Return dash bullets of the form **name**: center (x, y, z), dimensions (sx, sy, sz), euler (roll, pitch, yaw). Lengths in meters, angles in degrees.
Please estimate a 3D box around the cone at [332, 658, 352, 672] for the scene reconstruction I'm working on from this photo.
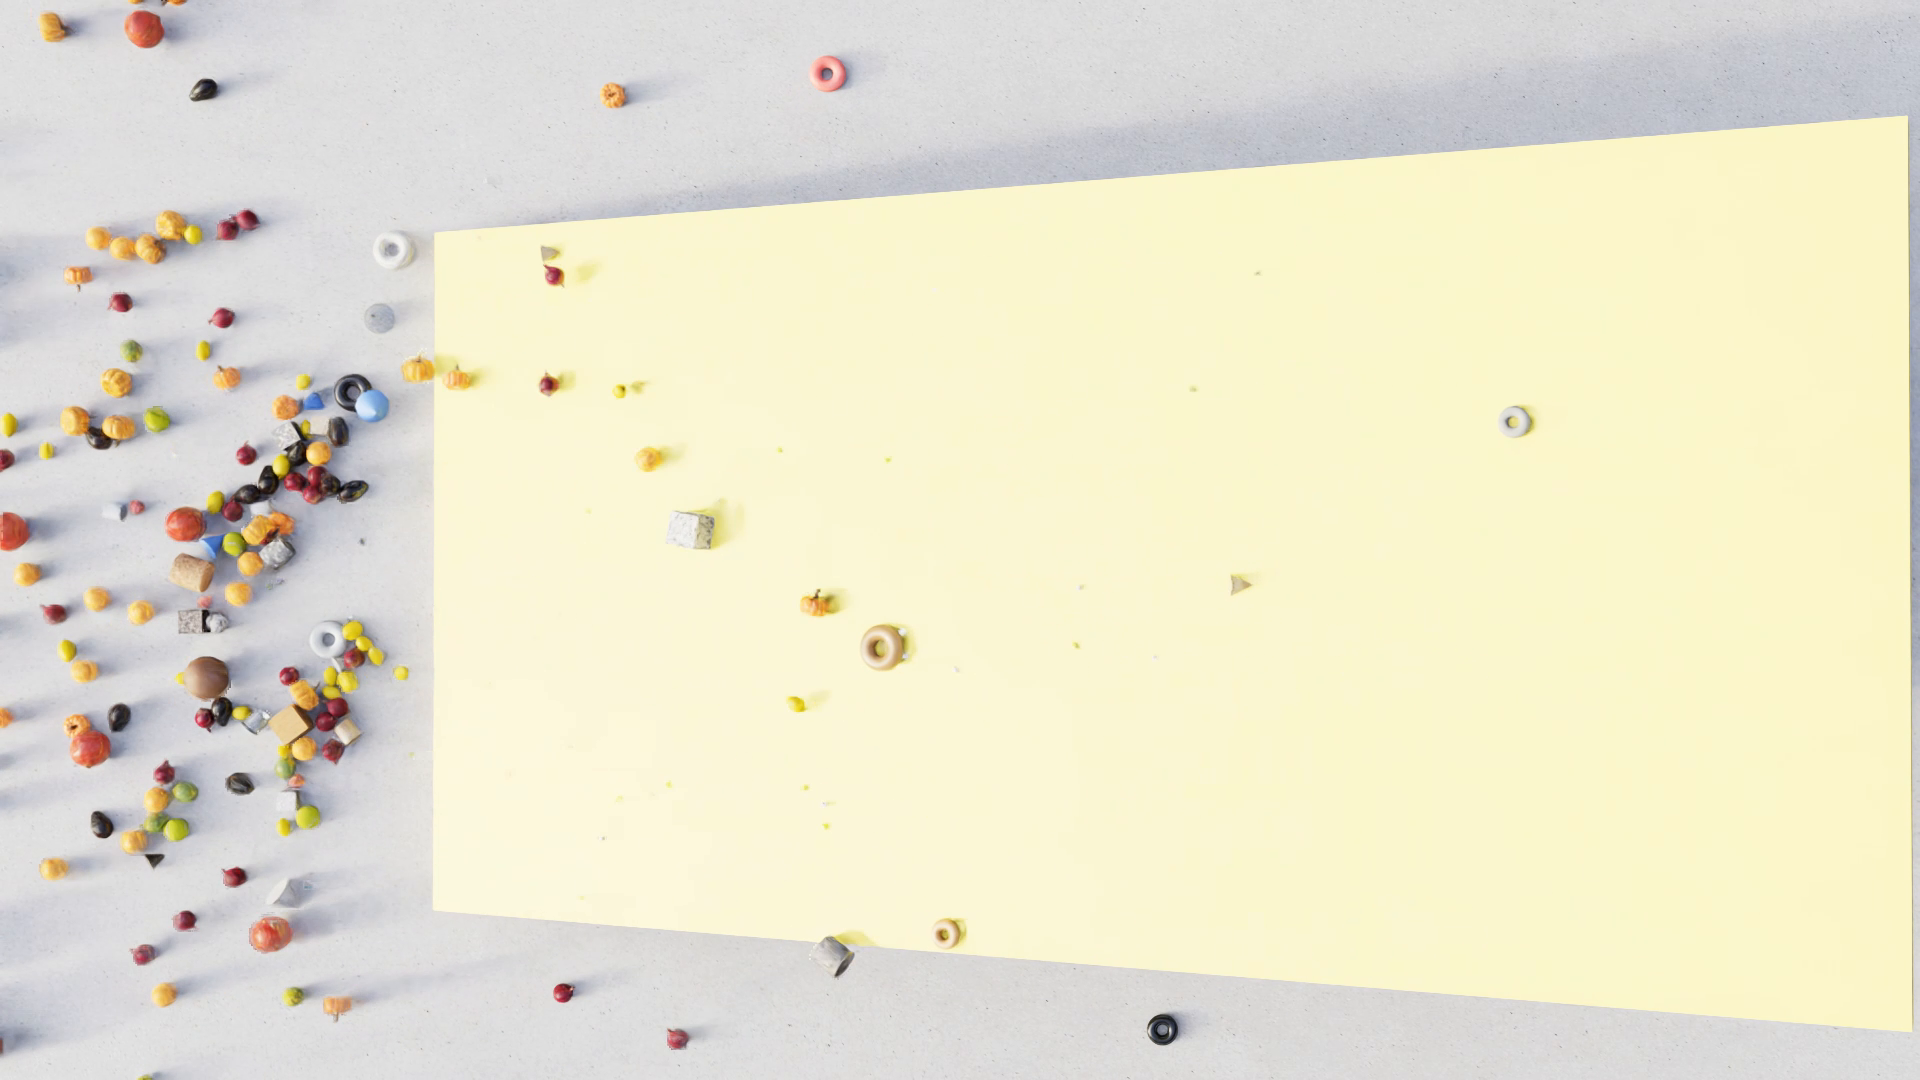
- **cone**: center (-1.838, 0.362, 6.566), dimensions (0.054, 0.054, 0.054), euler (-29, 89, -27)

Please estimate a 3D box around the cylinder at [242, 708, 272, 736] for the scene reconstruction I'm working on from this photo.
- **cylinder**: center (-2.094, 0.540, 6.546), dimensions (0.059, 0.059, 0.059), euler (42, 89, 0)

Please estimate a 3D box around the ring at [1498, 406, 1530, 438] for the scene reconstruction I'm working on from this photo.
- **ring**: center (1.298, -0.276, 5.152), dimensions (0.077, 0.026, 0.077), euler (-1, 88, 26)

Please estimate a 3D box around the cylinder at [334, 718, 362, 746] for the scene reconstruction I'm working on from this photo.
- **cylinder**: center (-1.821, 0.571, 6.546), dimensions (0.059, 0.059, 0.059), euler (-36, 89, 0)

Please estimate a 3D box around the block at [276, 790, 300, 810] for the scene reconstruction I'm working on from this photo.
- **block**: center (-1.999, 0.775, 6.546), dimensions (0.055, 0.055, 0.055), euler (1, 89, 0)

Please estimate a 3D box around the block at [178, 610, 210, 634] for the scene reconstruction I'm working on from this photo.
- **block**: center (-2.280, 0.243, 6.545), dimensions (0.069, 0.069, 0.069), euler (-2, 89, 0)

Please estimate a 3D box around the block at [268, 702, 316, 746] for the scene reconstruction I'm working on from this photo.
- **block**: center (-1.984, 0.547, 6.532), dimensions (0.087, 0.087, 0.087), euler (-37, 89, 0)

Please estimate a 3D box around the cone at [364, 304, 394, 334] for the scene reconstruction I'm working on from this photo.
- **cone**: center (-1.740, -0.664, 6.543), dimensions (0.094, 0.094, 0.094), euler (0, 89, 0)

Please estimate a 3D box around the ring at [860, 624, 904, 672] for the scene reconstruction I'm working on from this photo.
- **ring**: center (-0.209, 0.288, 5.839), dimensions (0.127, 0.042, 0.127), euler (-1, 88, 26)

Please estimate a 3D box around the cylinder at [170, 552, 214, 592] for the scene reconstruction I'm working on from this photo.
- **cylinder**: center (-2.282, 0.097, 6.534), dimensions (0.095, 0.095, 0.095), euler (19, 89, 0)

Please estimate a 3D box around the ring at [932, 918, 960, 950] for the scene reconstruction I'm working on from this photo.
- **ring**: center (-0.038, 1.033, 5.759), dimensions (0.082, 0.027, 0.082), euler (0, 91, 25)

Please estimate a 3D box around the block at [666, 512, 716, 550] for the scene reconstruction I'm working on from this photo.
- **block**: center (-0.744, -0.026, 6.065), dimensions (0.090, 0.090, 0.090), euler (12, 94, 25)

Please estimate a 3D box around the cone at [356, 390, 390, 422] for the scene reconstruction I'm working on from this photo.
- **cone**: center (-1.737, -0.386, 6.521), dimensions (0.098, 0.098, 0.098), euler (-6, 108, -19)

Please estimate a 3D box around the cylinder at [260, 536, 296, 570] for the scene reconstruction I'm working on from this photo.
- **cylinder**: center (-2.030, 0.039, 6.544), dimensions (0.075, 0.075, 0.075), euler (-42, 90, 0)

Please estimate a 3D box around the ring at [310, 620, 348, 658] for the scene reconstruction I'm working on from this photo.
- **ring**: center (-1.881, 0.297, 6.560), dimensions (0.116, 0.039, 0.116), euler (0, 88, 1)

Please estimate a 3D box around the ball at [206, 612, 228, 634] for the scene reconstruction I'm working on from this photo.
- **ball**: center (-2.213, 0.246, 6.547), dimensions (0.065, 0.065, 0.065), euler (0, 89, 0)

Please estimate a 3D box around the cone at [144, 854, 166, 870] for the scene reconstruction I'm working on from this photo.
- **cone**: center (-2.394, 0.951, 6.559), dimensions (0.054, 0.054, 0.054), euler (-27, 89, -27)

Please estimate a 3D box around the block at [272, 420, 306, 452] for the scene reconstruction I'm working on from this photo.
- **block**: center (-2.001, -0.310, 6.553), dimensions (0.065, 0.065, 0.065), euler (-31, 89, 0)

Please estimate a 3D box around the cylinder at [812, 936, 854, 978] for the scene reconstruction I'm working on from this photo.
- **cylinder**: center (-0.339, 1.112, 5.871), dimensions (0.081, 0.081, 0.081), euler (35, 89, 19)

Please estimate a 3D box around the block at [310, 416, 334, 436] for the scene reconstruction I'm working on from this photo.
- **block**: center (-1.903, -0.340, 6.560), dimensions (0.052, 0.052, 0.052), euler (6, 89, 0)

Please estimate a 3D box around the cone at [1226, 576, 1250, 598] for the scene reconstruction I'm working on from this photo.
- **cone**: center (0.695, 0.111, 5.429), dimensions (0.057, 0.057, 0.057), euler (-12, 89, -22)

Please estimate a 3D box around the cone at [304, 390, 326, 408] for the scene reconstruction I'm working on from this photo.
- **cone**: center (-1.919, -0.408, 6.573), dimensions (0.060, 0.060, 0.060), euler (30, 89, -26)

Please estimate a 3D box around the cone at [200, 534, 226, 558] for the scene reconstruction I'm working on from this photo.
- **cone**: center (-2.217, 0.004, 6.566), dimensions (0.071, 0.071, 0.071), euler (47, 63, 0)

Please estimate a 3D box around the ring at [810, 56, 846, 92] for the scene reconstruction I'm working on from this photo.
- **ring**: center (-0.396, -1.395, 6.580), dimensions (0.110, 0.037, 0.110), euler (0, 90, 1)

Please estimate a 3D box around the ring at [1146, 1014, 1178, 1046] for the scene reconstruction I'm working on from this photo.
- **ring**: center (0.603, 1.459, 6.550), dimensions (0.094, 0.031, 0.094), euler (0, 88, 0)

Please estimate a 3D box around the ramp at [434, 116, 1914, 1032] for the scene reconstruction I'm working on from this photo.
- **ramp**: center (0.282, 0.082, 5.691), dimensions (4.000, 0.100, 2.000), euler (0, 89, 25)

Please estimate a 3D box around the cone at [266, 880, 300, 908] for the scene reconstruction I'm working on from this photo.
- **cone**: center (-2.000, 1.072, 6.550), dimensions (0.089, 0.089, 0.089), euler (-48, 116, 0)

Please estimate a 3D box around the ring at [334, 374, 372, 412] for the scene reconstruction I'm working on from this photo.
- **ring**: center (-1.812, -0.441, 6.568), dimensions (0.115, 0.038, 0.115), euler (0, 89, -1)

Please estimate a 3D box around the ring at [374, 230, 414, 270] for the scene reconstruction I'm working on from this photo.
- **ring**: center (-1.693, -0.867, 6.572), dimensions (0.121, 0.040, 0.121), euler (0, 89, 1)
